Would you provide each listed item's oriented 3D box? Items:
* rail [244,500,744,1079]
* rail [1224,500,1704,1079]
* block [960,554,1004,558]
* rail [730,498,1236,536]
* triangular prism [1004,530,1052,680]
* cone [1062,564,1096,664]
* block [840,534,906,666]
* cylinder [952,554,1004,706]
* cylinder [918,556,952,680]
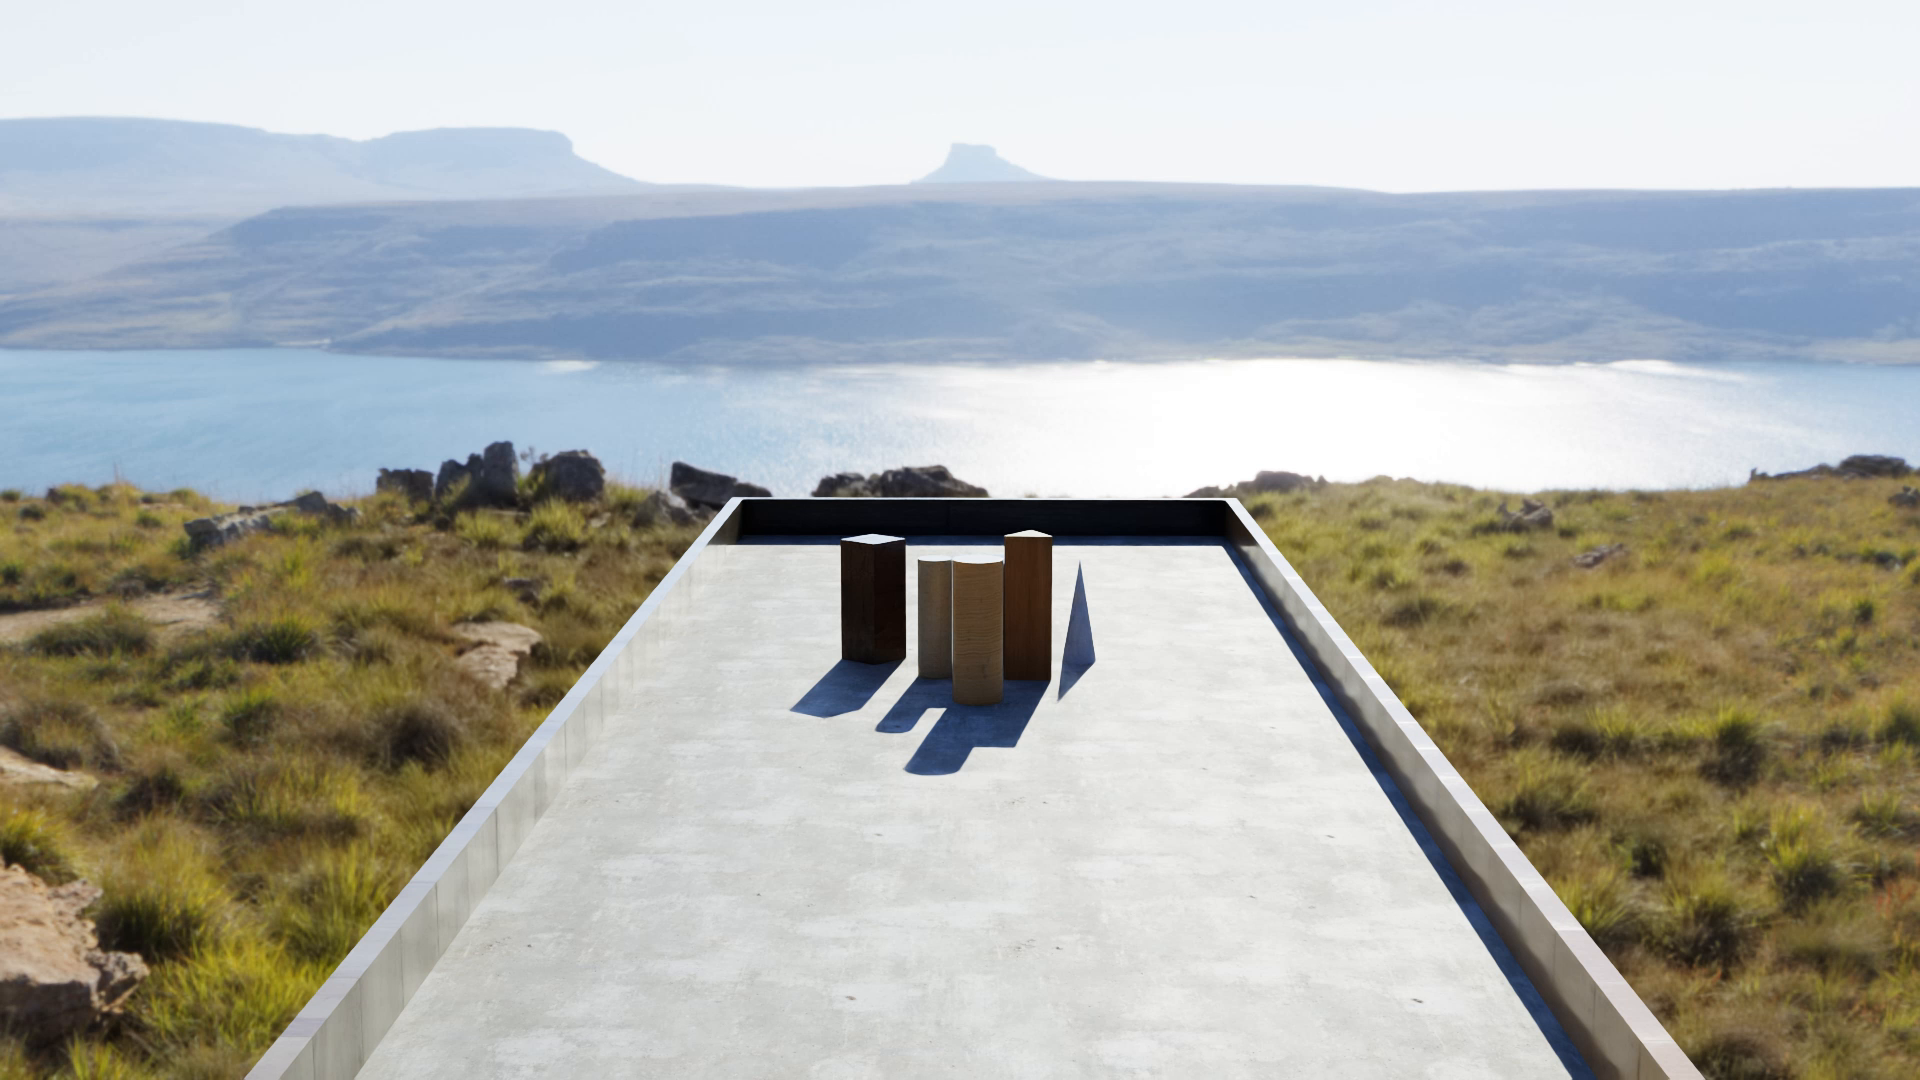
[{"bbox_3d":[-1.004,0.839,3.234,0.050,0.150,12.000,0,9,1],"label":"rail"},{"bbox_3d":[1.046,0.843,3.208,0.050,0.150,12.000,0,9,1],"label":"rail"},{"bbox_3d":[0.081,0.211,6.695,0.175,0.308,0.175,1,9,3],"label":"block"},{"bbox_3d":[0.099,-0.098,9.147,2.100,0.150,0.050,0,9,1],"label":"rail"},{"bbox_3d":[0.204,0.190,6.450,0.137,0.426,0.119,1,9,6],"label":"triangular prism"},{"bbox_3d":[0.363,0.211,6.670,0.103,0.316,0.103,0,9,0],"label":"cone"},{"bbox_3d":[-0.263,0.180,6.696,0.141,0.369,0.141,8,12,41],"label":"block"},{"bbox_3d":[0.050,0.251,6.141,0.142,0.402,0.142,0,9,0],"label":"cylinder"},{"bbox_3d":[-0.073,0.227,6.453,0.101,0.352,0.101,0,9,0],"label":"cylinder"}]
